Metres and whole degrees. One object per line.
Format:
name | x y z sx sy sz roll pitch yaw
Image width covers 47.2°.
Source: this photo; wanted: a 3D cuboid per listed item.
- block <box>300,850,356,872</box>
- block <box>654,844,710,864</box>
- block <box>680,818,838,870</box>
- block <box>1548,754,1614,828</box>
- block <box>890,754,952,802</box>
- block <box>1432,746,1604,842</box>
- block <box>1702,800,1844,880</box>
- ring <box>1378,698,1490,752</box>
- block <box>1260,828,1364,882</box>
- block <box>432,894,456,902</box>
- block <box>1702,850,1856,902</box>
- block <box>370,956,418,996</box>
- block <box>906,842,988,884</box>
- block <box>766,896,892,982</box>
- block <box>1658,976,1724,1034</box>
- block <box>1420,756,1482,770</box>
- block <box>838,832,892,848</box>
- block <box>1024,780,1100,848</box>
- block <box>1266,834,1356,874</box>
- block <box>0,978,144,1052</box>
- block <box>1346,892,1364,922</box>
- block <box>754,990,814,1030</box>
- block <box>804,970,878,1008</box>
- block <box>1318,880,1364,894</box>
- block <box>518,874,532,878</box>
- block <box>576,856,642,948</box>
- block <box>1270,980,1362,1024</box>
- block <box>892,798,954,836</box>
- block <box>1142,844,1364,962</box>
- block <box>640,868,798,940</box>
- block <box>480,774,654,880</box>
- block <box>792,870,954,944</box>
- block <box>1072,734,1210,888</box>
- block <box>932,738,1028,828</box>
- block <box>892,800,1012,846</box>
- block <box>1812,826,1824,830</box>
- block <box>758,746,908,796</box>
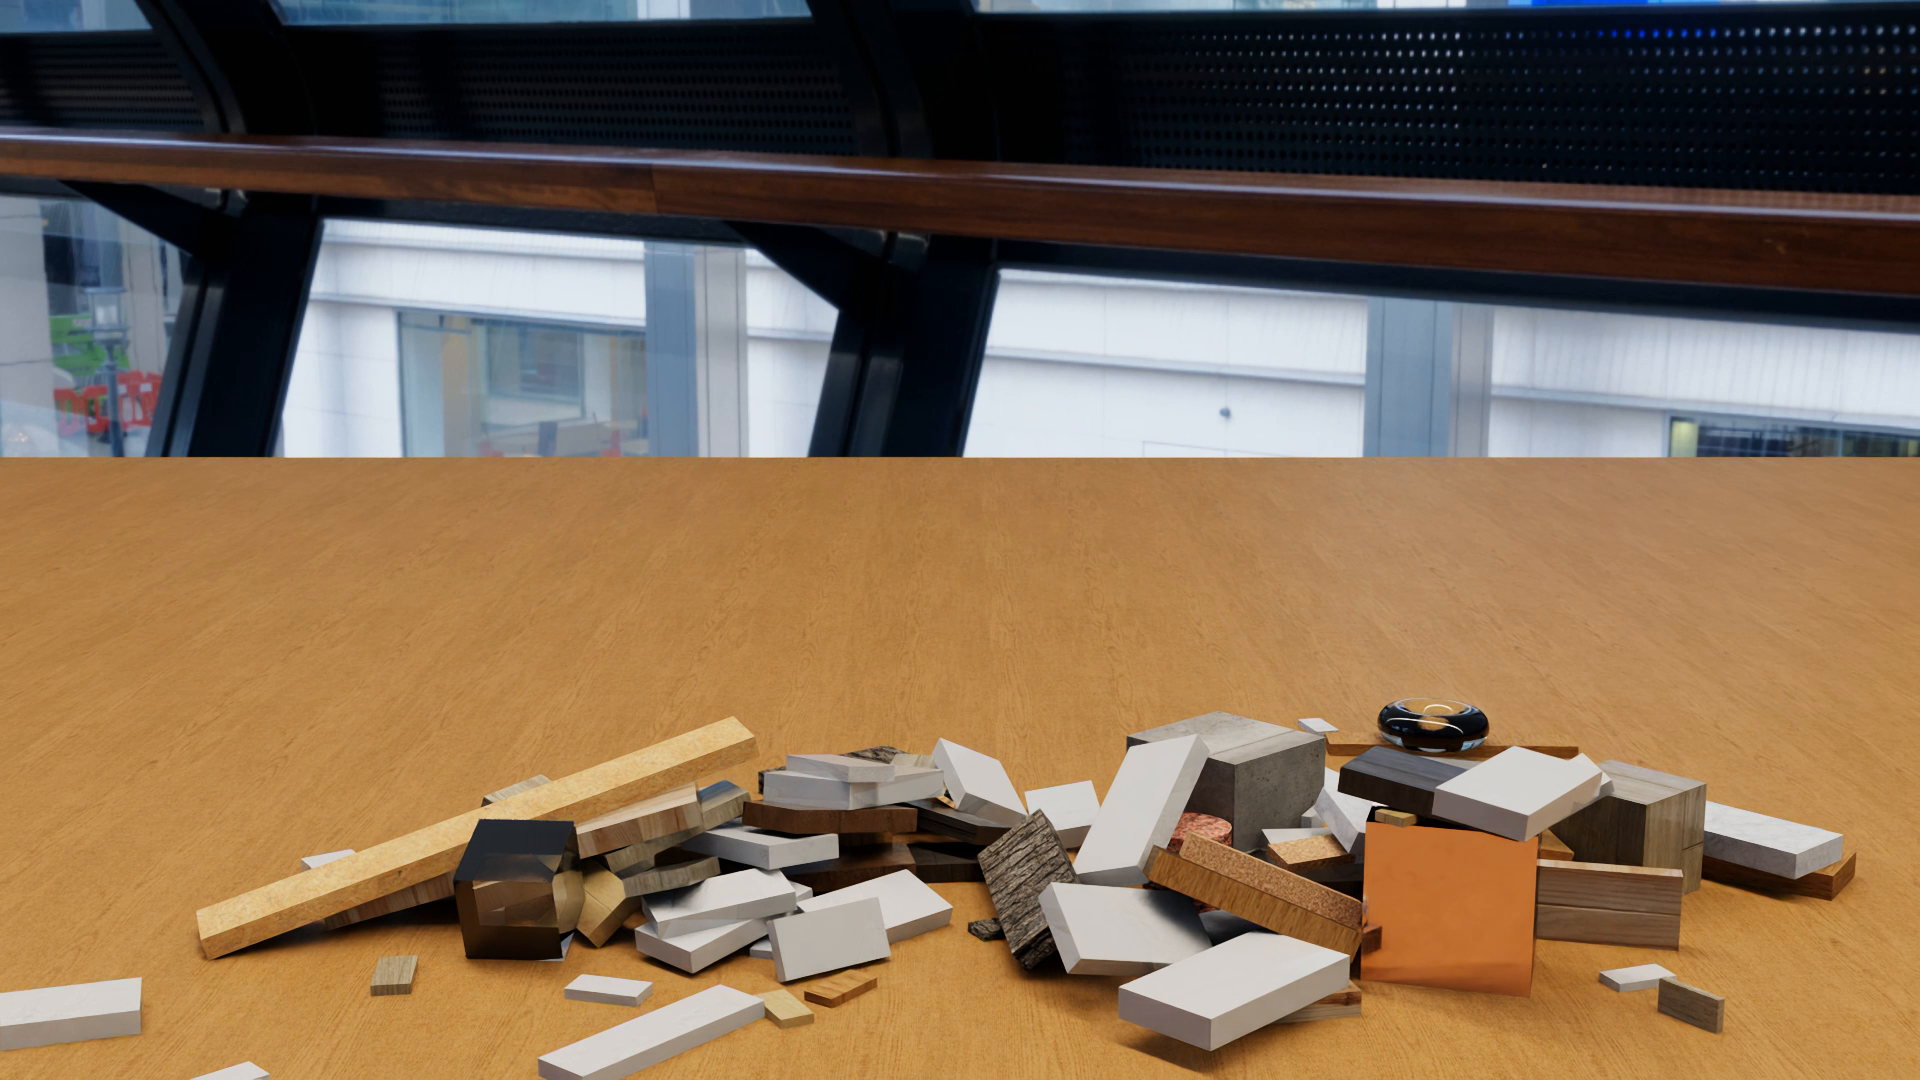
block | -1.043 0.567 3.724 0.089 0.025 0.177 -7 13 -34
block | -0.436 0.548 3.686 0.149 0.075 0.021 -2 3 -9
block | -0.329 0.492 3.586 0.133 0.038 0.265 -4 3 -38
block | 0.976 0.424 3.621 0.177 0.025 0.089 -28 30 -4
block | -0.076 0.451 4.081 0.127 0.036 0.254 1 11 7
block | 0.811 0.365 3.191 0.140 0.040 0.280 15 17 35
block | 1.327 0.505 3.767 0.154 0.044 0.308 -9 14 -40
ring | 0.964 0.377 4.481 0.225 0.075 0.225 1 9 0
block | 0.620 0.515 3.606 0.230 0.033 0.115 0 22 -12
block | -0.832 0.575 3.681 0.177 0.025 0.089 -2 11 -10
block | 1.358 0.548 3.778 0.308 0.044 0.154 7 13 35
block | -0.846 0.652 3.292 0.058 0.016 0.115 -1 11 -8
block | -0.054 0.554 3.773 0.230 0.033 0.115 -1 11 -6
block | -0.198 0.604 3.332 0.184 0.092 0.026 -7 -11 -33
block | 1.042 0.663 3.137 0.014 0.050 0.101 -7 13 -34
block | 0.775 0.368 3.535 0.121 0.034 0.241 4 -4 -1
block | -0.274 0.519 3.795 0.304 0.043 0.152 -6 1 -6
block | 0.191 0.501 3.993 0.127 0.036 0.254 -10 11 0
block | 0.567 0.506 3.549 0.129 0.018 0.064 -5 24 -24
block | -1.295 0.675 3.114 0.257 0.036 0.128 -4 11 -18
block | 0.723 0.592 3.578 0.211 0.030 0.105 1 11 6
block | -0.255 0.676 3.168 0.051 0.015 0.103 -6 12 -28
block | -0.175 0.662 3.243 0.053 0.015 0.105 8 13 36
block | 0.684 0.547 3.654 0.211 0.030 0.105 -4 11 -22
block | -0.813 0.547 3.692 0.177 0.025 0.089 -3 11 -14
block | -0.587 0.575 3.514 0.101 0.029 0.202 -46 28 -16
block | 0.431 0.659 3.193 0.267 0.038 0.134 -2 11 -12
block | -0.081 0.490 4.090 0.304 0.043 0.152 -8 13 -37
block | 0.439 0.548 3.331 0.323 0.046 0.162 22 -4 4
block | -0.374 0.560 3.408 0.219 0.031 0.109 -10 18 -19
block | -0.653 0.505 3.726 0.298 0.042 0.149 28 22 22
block | -0.137 0.591 3.478 0.234 0.033 0.117 -10 32 -43
block | 0.291 0.441 3.560 0.143 0.041 0.286 -16 31 41
block | 0.034 0.446 4.018 0.127 0.036 0.254 23 11 -17
block | -0.034 0.487 3.839 0.230 0.033 0.115 13 -1 35
block | 1.429 0.508 3.905 0.095 0.027 0.189 9 -2 -19
block | -0.220 0.459 4.255 0.304 0.043 0.152 -8 13 -37
